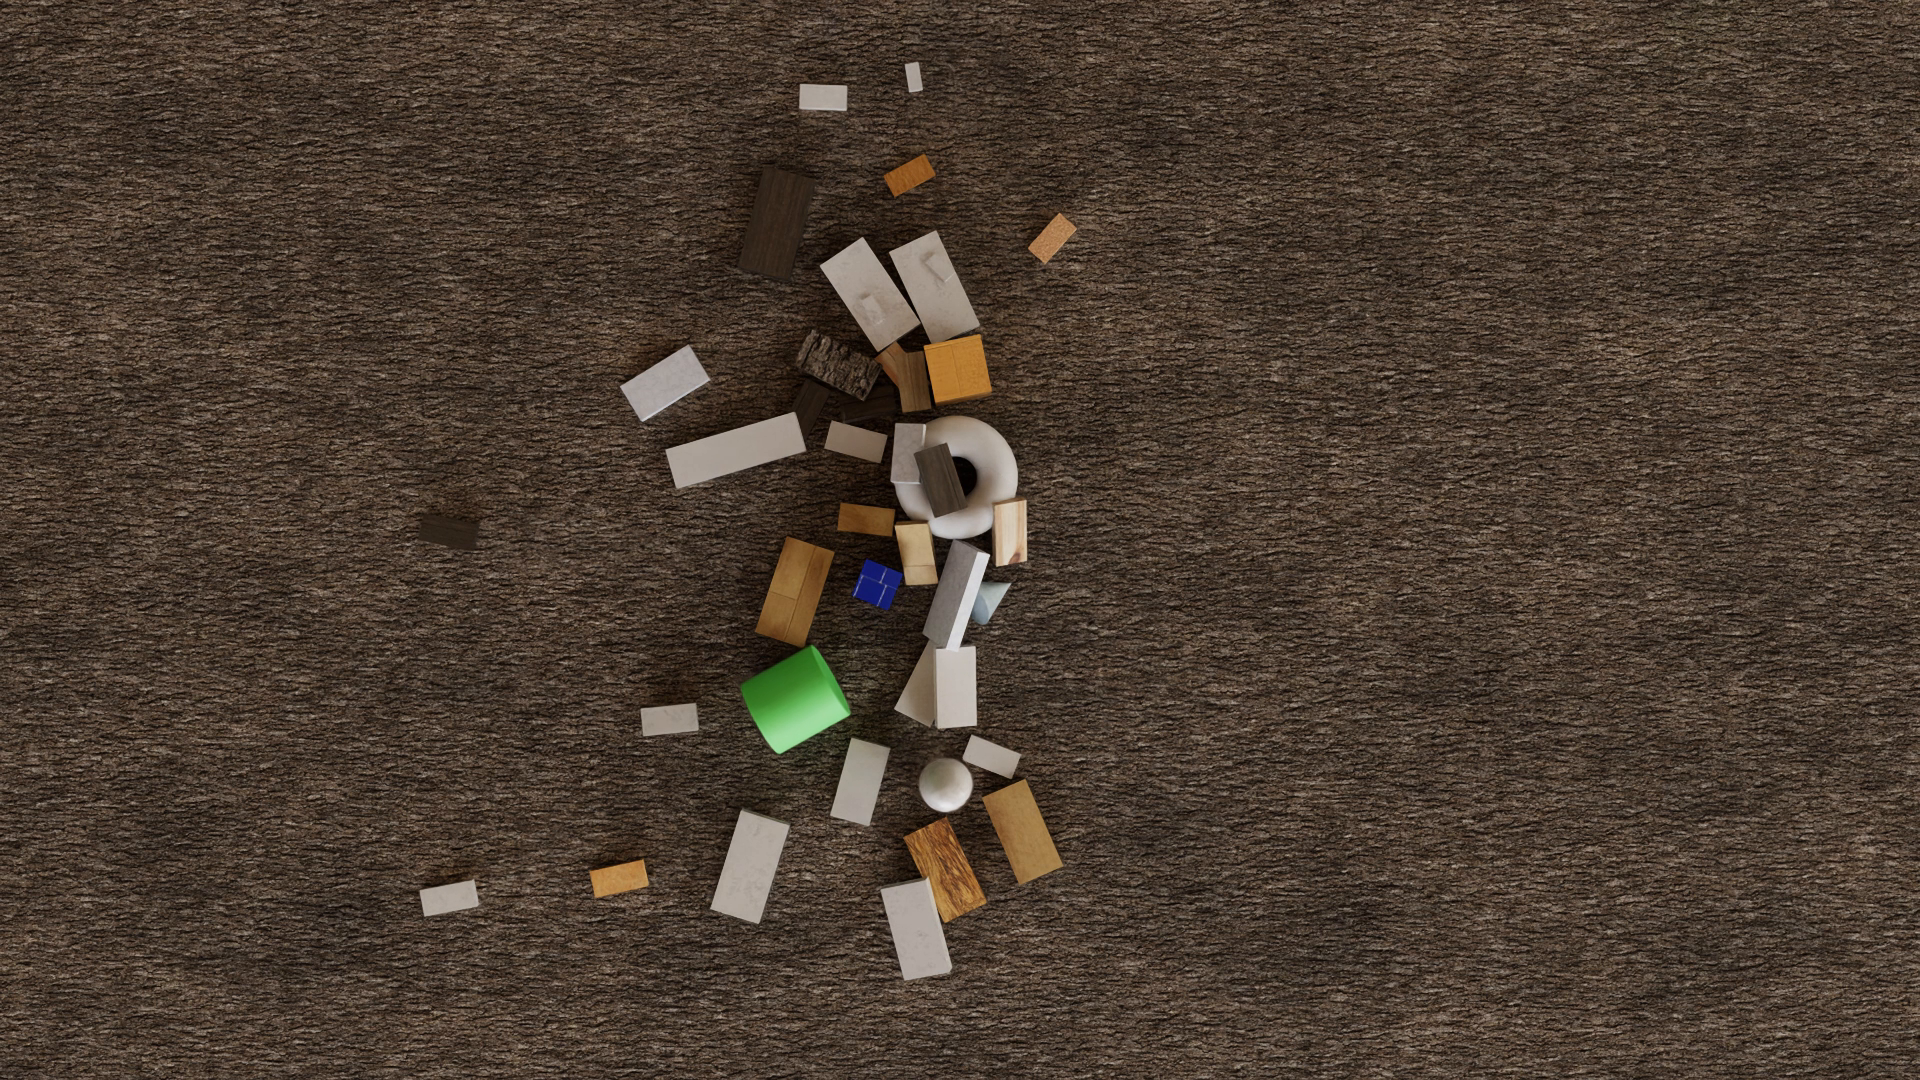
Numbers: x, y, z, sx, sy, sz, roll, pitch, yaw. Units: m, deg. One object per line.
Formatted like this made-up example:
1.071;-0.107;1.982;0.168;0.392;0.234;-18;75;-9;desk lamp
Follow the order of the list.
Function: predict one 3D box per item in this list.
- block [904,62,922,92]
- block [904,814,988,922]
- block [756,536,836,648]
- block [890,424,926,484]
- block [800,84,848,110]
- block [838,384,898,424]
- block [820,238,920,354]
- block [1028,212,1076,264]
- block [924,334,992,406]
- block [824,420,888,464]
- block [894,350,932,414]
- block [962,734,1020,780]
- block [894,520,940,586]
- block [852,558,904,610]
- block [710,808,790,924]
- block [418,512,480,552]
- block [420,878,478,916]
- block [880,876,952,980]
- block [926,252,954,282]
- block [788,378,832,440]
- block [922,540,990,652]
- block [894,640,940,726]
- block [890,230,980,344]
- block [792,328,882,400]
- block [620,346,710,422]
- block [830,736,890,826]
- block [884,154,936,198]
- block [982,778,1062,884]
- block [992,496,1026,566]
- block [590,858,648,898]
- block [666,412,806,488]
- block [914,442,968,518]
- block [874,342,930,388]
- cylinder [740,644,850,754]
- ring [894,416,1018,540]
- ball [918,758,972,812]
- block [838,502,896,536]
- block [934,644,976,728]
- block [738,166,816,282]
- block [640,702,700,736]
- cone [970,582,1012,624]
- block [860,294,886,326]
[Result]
-0.154;-1.541;5.493;0.046;0.013;0.092;-9;90;0;block
-0.049;1.091;5.478;0.158;0.045;0.315;-26;90;0;block
-0.546;0.172;5.476;0.167;0.047;0.335;18;90;0;block
-0.168;-0.281;5.362;0.096;0.027;0.193;3;84;16;block
-0.455;-1.473;5.489;0.156;0.022;0.078;2;90;0;block
-0.307;-0.450;5.474;0.184;0.026;0.092;-11;72;0;block
-0.297;-0.812;5.476;0.172;0.049;0.344;-34;90;0;block
0.307;-1.004;5.489;0.078;0.022;0.156;42;90;0;block
-0.007;-0.553;5.407;0.186;0.186;0.186;-12;90;0;block
-0.345;-0.326;5.486;0.193;0.027;0.096;15;90;0;block
-0.155;-0.522;5.460;0.096;0.027;0.193;-8;90;0;block
0.104;0.721;5.487;0.177;0.025;0.089;22;90;0;block
-0.139;0.042;5.427;0.110;0.031;0.221;-4;116;13;block
-0.270;0.145;5.435;0.129;0.129;0.129;22;90;0;block
-0.695;1.082;5.476;0.167;0.047;0.341;17;90;0;block
-1.700;-0.026;5.487;0.183;0.026;0.091;12;90;0;block
-1.699;1.190;5.487;0.177;0.025;0.089;-11;90;0;block
-0.144;1.285;5.454;0.158;0.045;0.315;-14;93;13;block
-0.064;-0.901;5.445;0.046;0.013;0.092;-43;90;0;block
-0.511;-0.435;5.487;0.092;0.026;0.185;27;90;0;block
-0.014;0.179;5.399;0.047;0.167;0.335;14;97;-32;block
-0.098;0.471;5.481;0.134;0.038;0.267;27;90;0;block
-0.085;-0.832;5.476;0.172;0.049;0.344;-25;90;0;block
-0.405;-0.579;5.463;0.266;0.038;0.133;27;86;6;block
-0.979;-0.521;5.481;0.266;0.038;0.133;-32;90;0;block
-0.330;0.801;5.481;0.134;0.038;0.267;15;90;0;block
-0.168;-1.213;5.489;0.156;0.022;0.078;-28;90;0;block
0.207;0.966;5.478;0.157;0.045;0.315;-24;90;0;block
0.162;-0.027;5.423;0.110;0.031;0.221;-11;117;-18;block
-1.134;1.125;5.487;0.177;0.025;0.089;-12;90;0;block
-0.742;-0.297;5.466;0.447;0.038;0.133;-16;90;4;block
-0.062;-0.193;5.333;0.110;0.031;0.220;-19;92;-18;block
-0.190;-0.560;5.487;0.092;0.026;0.185;-40;90;0;block
-0.534;0.517;5.369;0.262;0.262;0.262;-29;90;0;cylinder
-0.013;-0.206;5.434;0.409;0.136;0.409;0;91;-1;ring
-0.048;0.801;5.412;0.176;0.176;0.176;0;90;0;ball
-0.311;-0.067;5.487;0.183;0.026;0.091;7;90;0;block
-0.016;0.483;5.446;0.134;0.038;0.267;-3;98;-15;block
-0.607;-1.049;5.476;0.172;0.049;0.344;15;90;0;block
-0.965;0.596;5.487;0.183;0.026;0.091;-6;90;0;block
0.109;0.175;5.464;0.159;0.159;0.159;-27;90;-27;cone
-0.285;-0.760;5.445;0.046;0.013;0.092;-31;90;0;block
